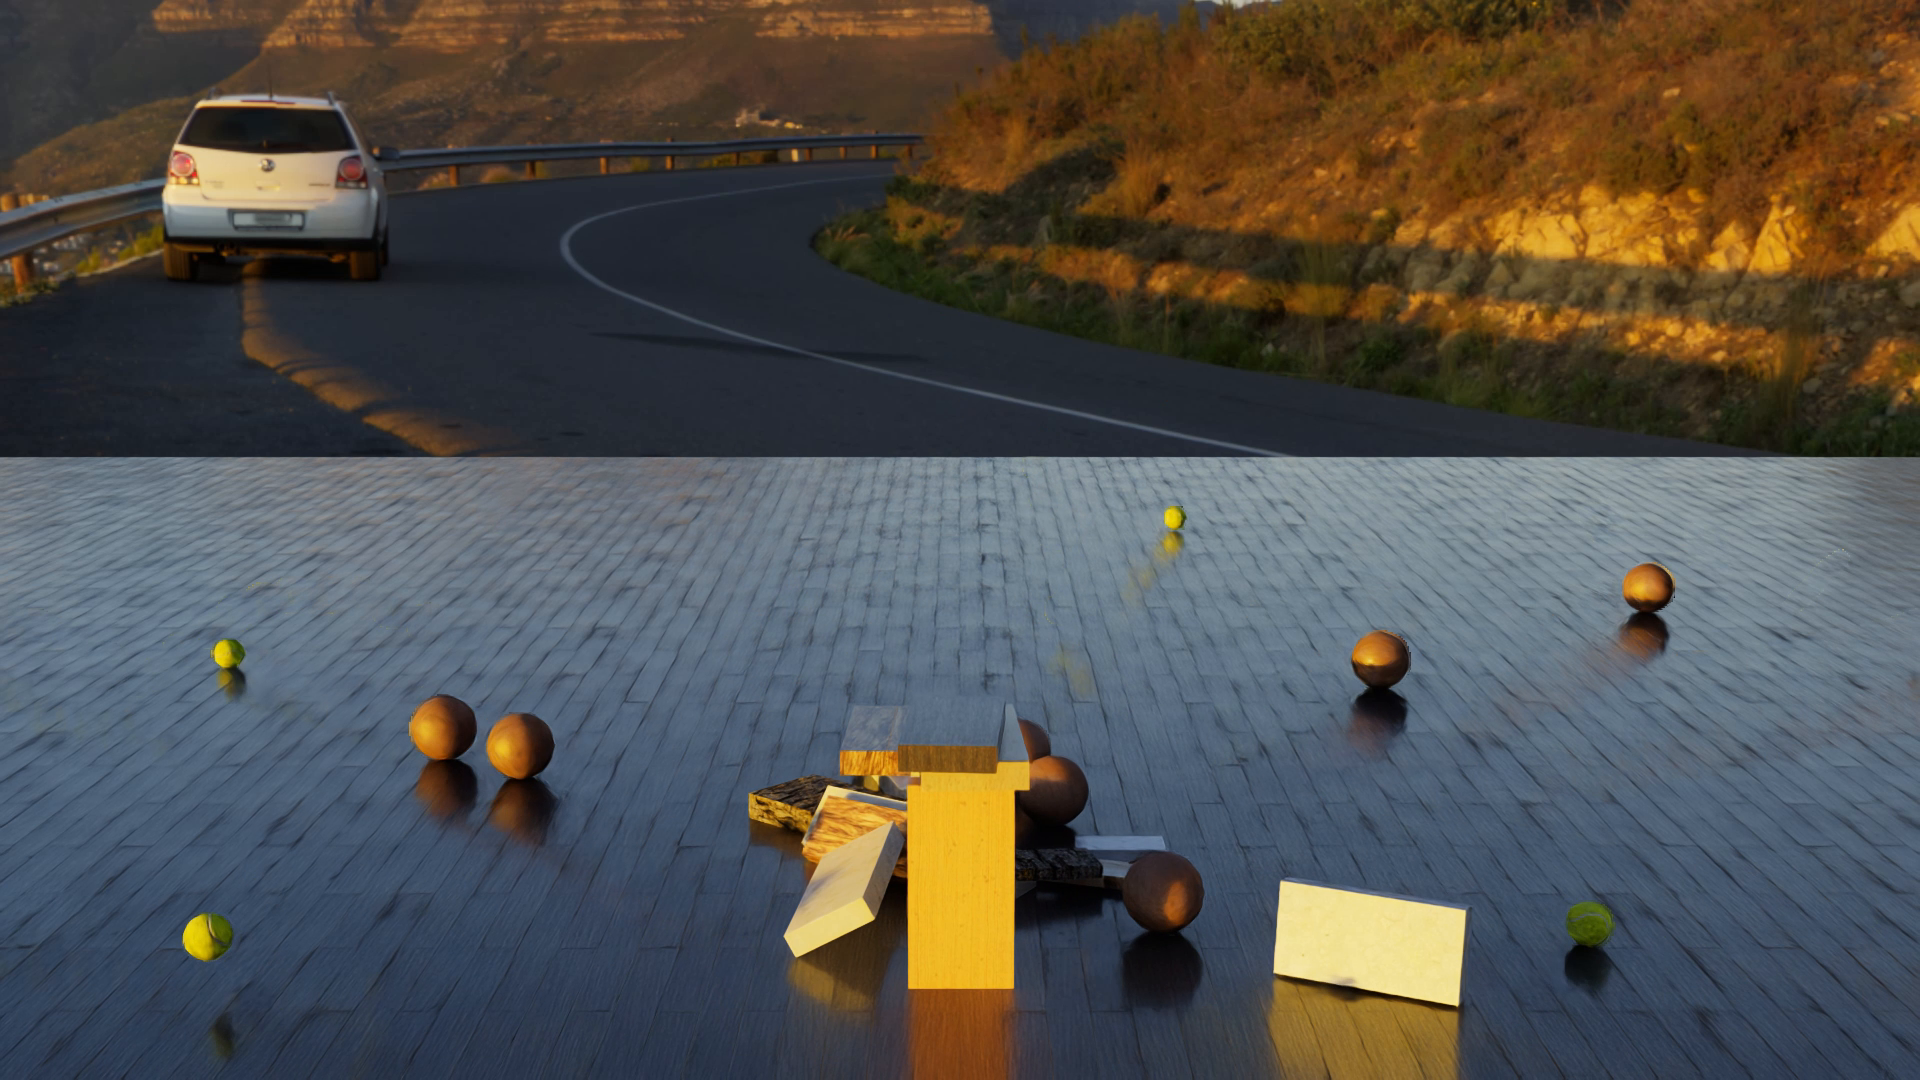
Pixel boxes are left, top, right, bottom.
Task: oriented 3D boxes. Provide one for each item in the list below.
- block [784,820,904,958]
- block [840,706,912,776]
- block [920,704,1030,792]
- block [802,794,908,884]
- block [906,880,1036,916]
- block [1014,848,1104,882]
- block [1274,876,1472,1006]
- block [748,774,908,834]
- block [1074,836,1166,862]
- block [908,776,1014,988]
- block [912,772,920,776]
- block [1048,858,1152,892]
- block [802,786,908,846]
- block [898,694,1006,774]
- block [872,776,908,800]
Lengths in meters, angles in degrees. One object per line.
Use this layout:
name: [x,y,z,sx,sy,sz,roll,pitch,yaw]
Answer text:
block: [-0.182,0.558,3.551,0.140,0.040,0.374,-27,7,10]
block: [-0.138,0.393,4.338,0.168,0.048,0.336,0,11,2]
block: [0.014,0.312,3.328,0.157,0.044,0.313,-1,11,-3]
block: [-0.151,0.515,3.776,0.230,0.115,0.033,7,-29,34]
block: [0.021,0.580,3.632,0.115,0.033,0.230,6,12,30]
block: [0.153,0.544,3.691,0.156,0.022,0.078,1,15,-20]
block: [0.610,0.593,3.259,0.280,0.140,0.040,5,3,27]
block: [-0.210,0.501,4.020,0.336,0.048,0.168,9,14,42]
block: [0.281,0.542,3.865,0.156,0.022,0.078,0,11,0]
block: [0.002,0.507,3.255,0.157,0.313,0.044,0,10,0]
block: [0.002,0.469,3.461,0.157,0.313,0.044,0,9,-1]
block: [0.184,0.563,3.756,0.276,0.022,0.078,4,11,20]
block: [-0.155,0.505,3.831,0.230,0.115,0.033,7,-29,34]
block: [-0.009,0.284,3.247,0.140,0.040,0.280,1,11,4]
block: [-0.071,0.454,4.272,0.168,0.048,0.336,-3,11,-14]
